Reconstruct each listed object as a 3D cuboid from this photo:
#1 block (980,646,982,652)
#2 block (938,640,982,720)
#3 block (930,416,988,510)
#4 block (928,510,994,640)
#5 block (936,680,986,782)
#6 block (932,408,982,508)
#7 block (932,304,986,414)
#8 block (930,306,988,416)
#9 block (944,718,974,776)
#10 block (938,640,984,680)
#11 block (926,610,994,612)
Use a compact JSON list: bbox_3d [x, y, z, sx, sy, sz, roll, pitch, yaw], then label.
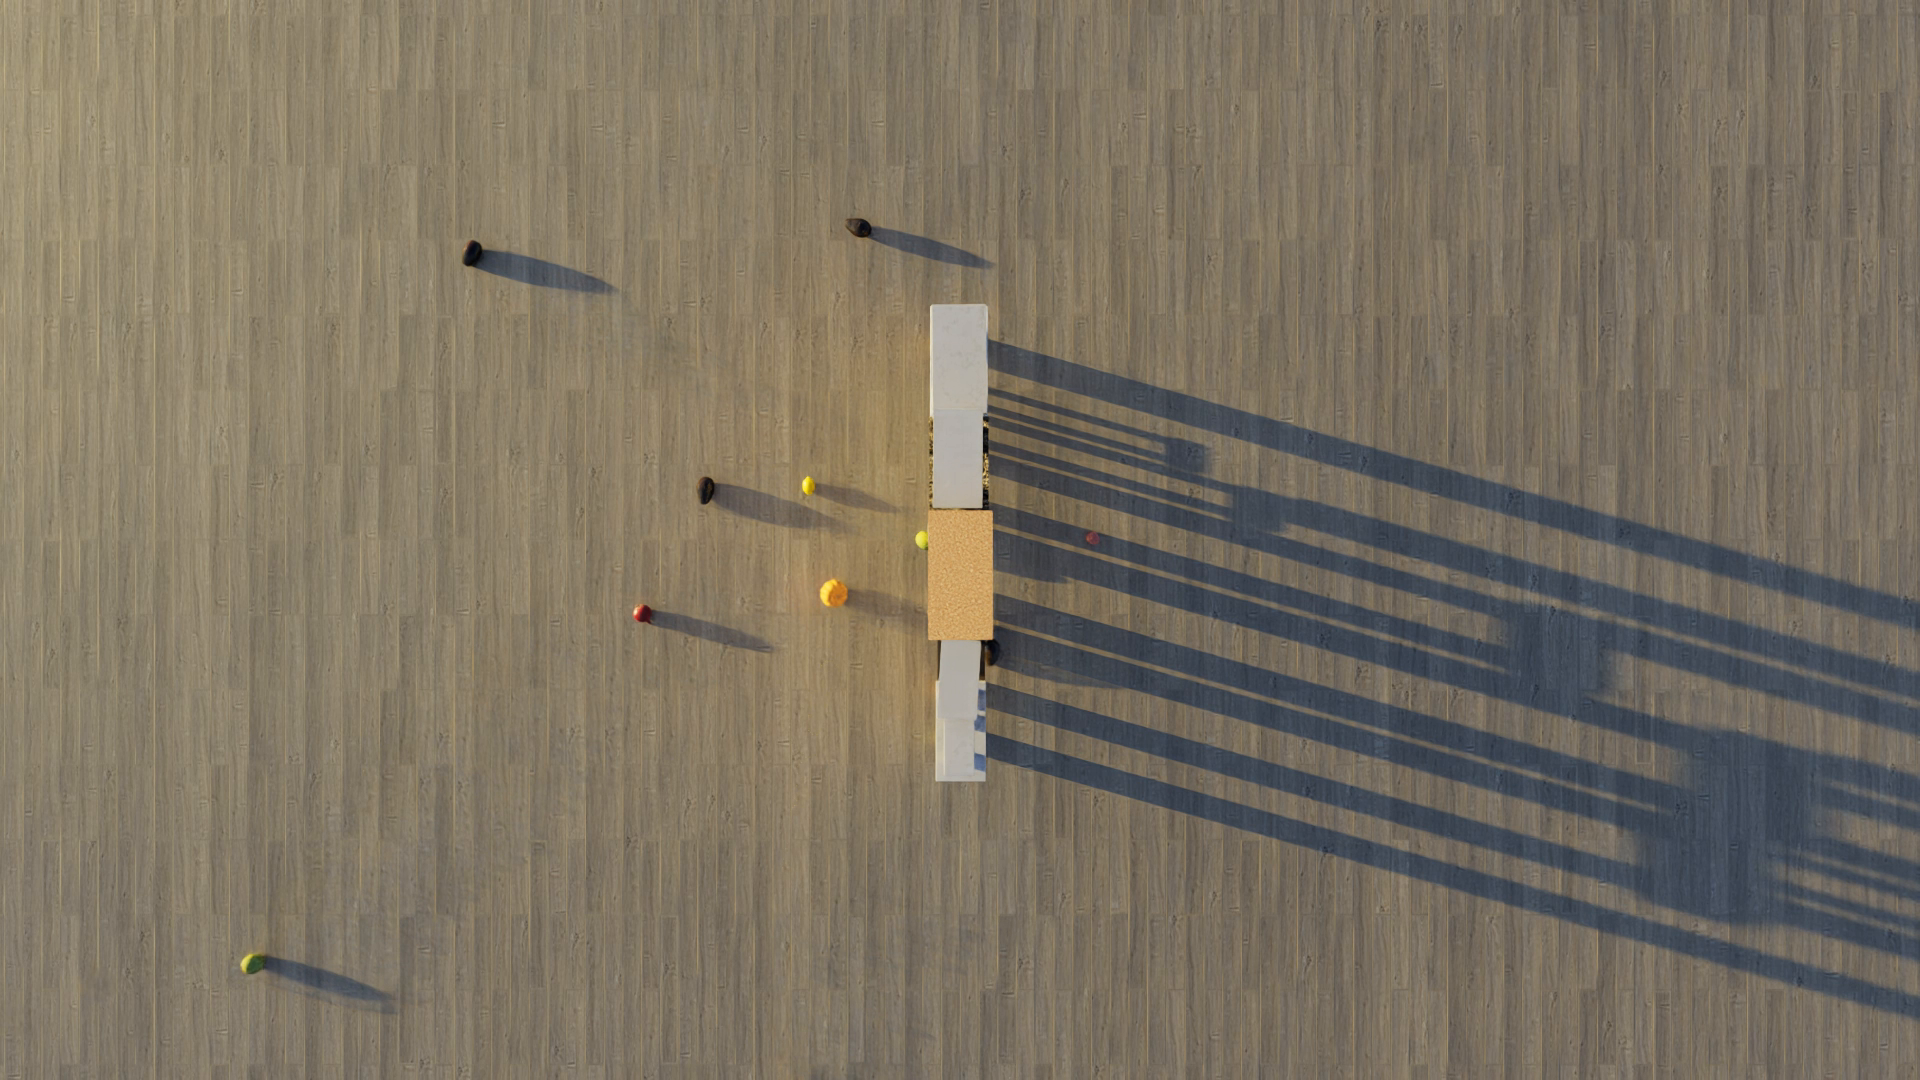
[{"bbox_3d":[0.005,0.302,4.797,0.110,0.380,0.031,15,90,0],"label":"block"},{"bbox_3d":[-0.002,0.387,4.592,0.110,0.031,0.220,3,90,0],"label":"block"},{"bbox_3d":[-0.003,-0.184,4.772,0.171,0.048,0.342,0,90,0],"label":"block"},{"bbox_3d":[0.001,0.093,4.380,0.171,0.048,0.342,0,90,0],"label":"block"},{"bbox_3d":[0.003,0.561,4.849,0.146,0.041,0.292,0,90,0],"label":"block"},{"bbox_3d":[-0.006,-0.220,4.463,0.133,0.038,0.266,0,90,0],"label":"block"},{"bbox_3d":[-0.002,-0.508,4.642,0.152,0.043,0.304,0,90,0],"label":"block"},{"bbox_3d":[-0.003,-0.531,4.992,0.173,0.049,0.347,0,90,0],"label":"block"},{"bbox_3d":[-0.002,0.577,4.646,0.085,0.024,0.170,0,90,0],"label":"block"},{"bbox_3d":[0.004,0.393,5.182,0.148,0.042,0.297,0,90,0],"label":"block"},{"bbox_3d":[0.003,0.200,4.622,0.171,0.434,0.048,-15,87,0],"label":"block"}]
